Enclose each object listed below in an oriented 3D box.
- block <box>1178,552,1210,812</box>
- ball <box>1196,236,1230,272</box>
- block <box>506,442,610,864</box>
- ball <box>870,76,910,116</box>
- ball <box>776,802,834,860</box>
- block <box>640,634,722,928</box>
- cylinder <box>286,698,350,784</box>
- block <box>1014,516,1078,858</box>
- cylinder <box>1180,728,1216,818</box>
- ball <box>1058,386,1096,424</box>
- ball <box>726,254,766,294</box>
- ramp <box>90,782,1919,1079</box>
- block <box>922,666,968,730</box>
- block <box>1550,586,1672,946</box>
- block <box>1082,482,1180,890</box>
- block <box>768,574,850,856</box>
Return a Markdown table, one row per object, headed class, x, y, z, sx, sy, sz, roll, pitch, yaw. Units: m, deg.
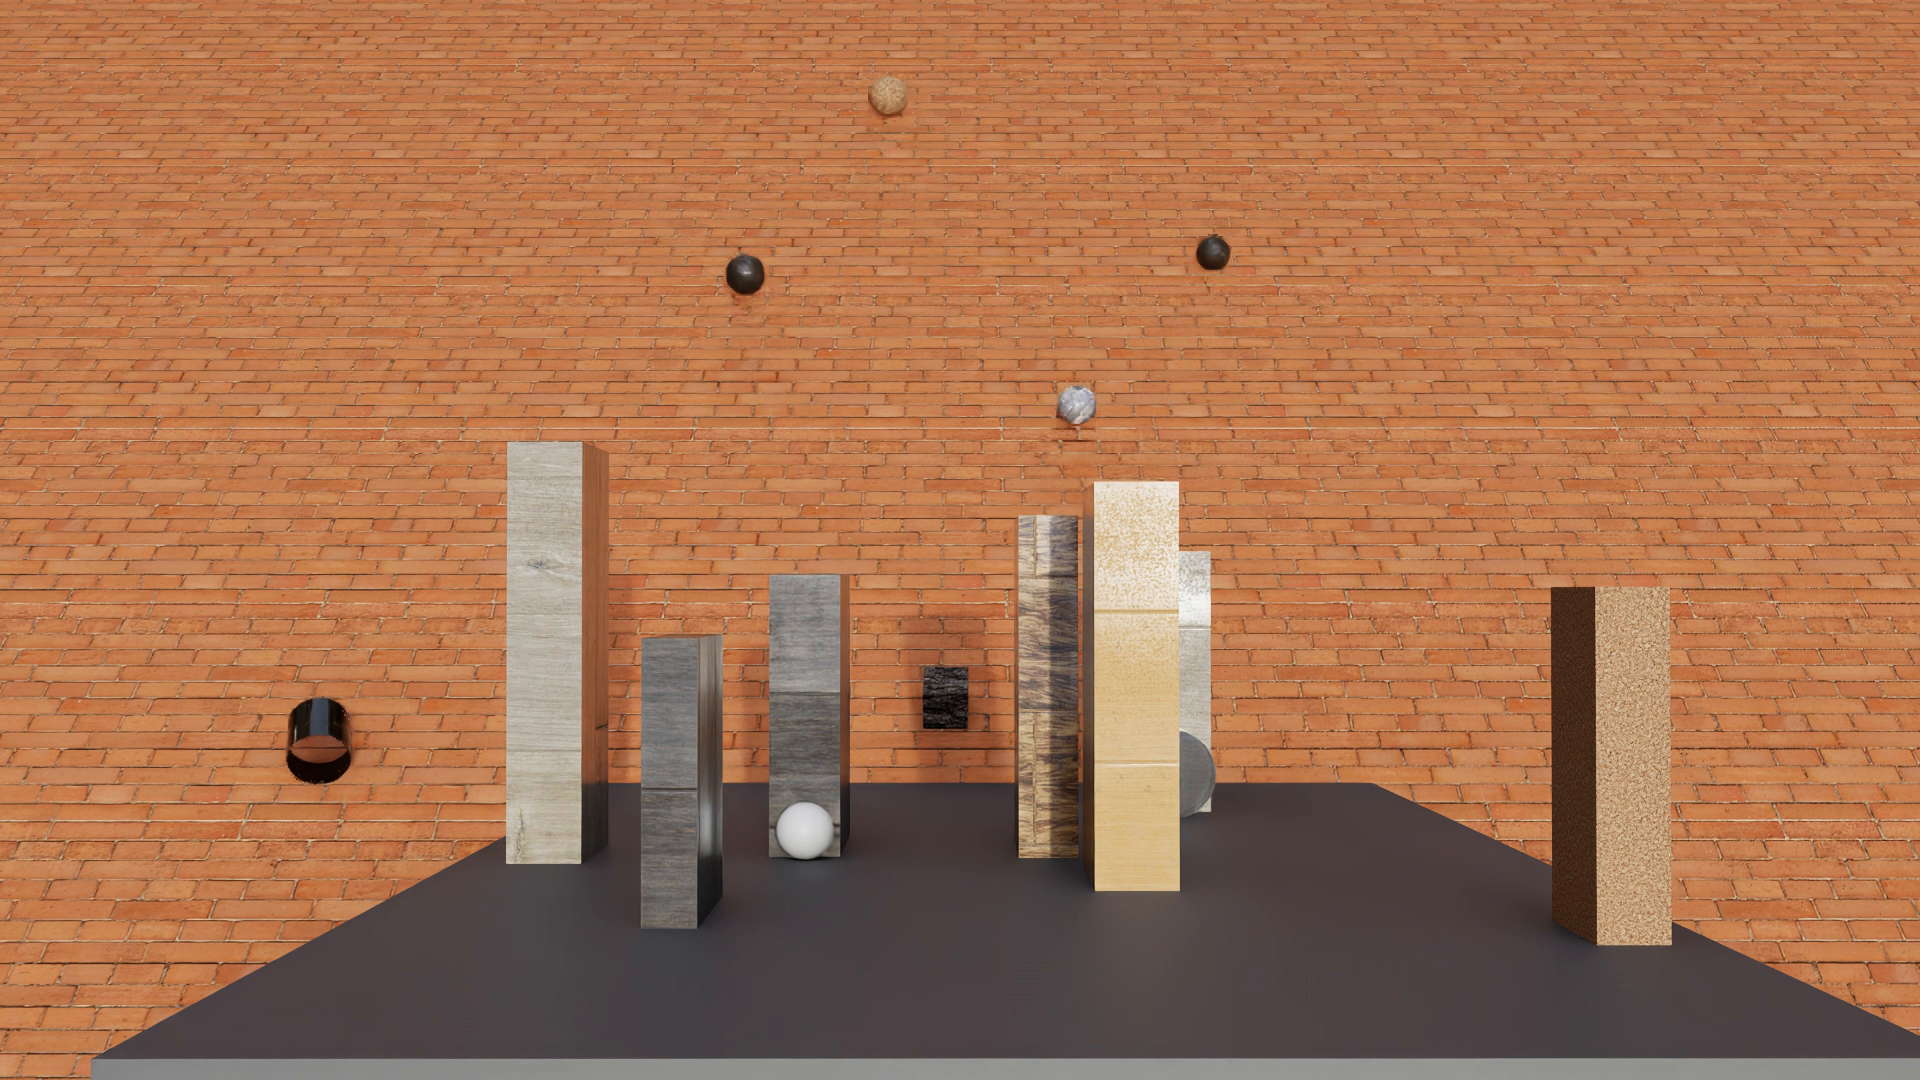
| class | x | y | z | sx | sy | sz | roll | pitch | yaw |
| --- | --- | --- | --- | --- | --- | --- | --- | --- | --- |
| block | 0.497 | 0.324 | 6.073 | 0.141 | 0.589 | 0.411 | 0 | -1 | 0 |
| ball | 0.912 | -1.031 | 9.342 | 0.123 | 0.123 | 0.123 | 0 | 33 | 0 |
| block | -0.762 | 0.210 | 4.939 | 0.138 | 0.773 | 0.366 | 0 | -1 | 0 |
| ball | -0.285 | -1.792 | 10.473 | 0.159 | 0.159 | 0.159 | 0 | 33 | 0 |
| ball | -0.288 | 0.540 | 4.816 | 0.108 | 0.108 | 0.108 | 0 | 33 | 0 |
| block | -0.430 | 0.364 | 4.038 | 0.083 | 0.429 | 0.410 | 0 | -1 | 0 |
| cylinder | -1.708 | 0.535 | 6.912 | 0.164 | 0.164 | 0.164 | -6 | 34 | -9 |
| block | 0.165 | 0.278 | 5.051 | 0.111 | 0.641 | 0.397 | 0 | -1 | 0 |
| cylinder | 0.463 | 0.514 | 5.765 | 0.196 | 0.196 | 0.196 | 0 | -1 | 1 |
| ball | 0.380 | -0.439 | 8.435 | 0.126 | 0.126 | 0.126 | 0 | 33 | 0 |
| ball | -0.760 | -0.940 | 9.186 | 0.142 | 0.142 | 0.142 | 0 | 33 | 0 |
| ramp | 0.074 | 0.642 | 4.761 | 2.000 | 0.100 | 4.000 | 0 | -1 | 0 |
| block | -0.039 | 0.433 | 7.107 | 0.121 | 0.121 | 0.121 | 1 | 33 | 1 |
| block | 0.948 | 0.321 | 3.789 | 0.105 | 0.504 | 0.276 | 0 | -1 | 0 |
| block | 0.294 | 0.247 | 4.526 | 0.141 | 0.681 | 0.413 | 0 | -1 | 0 |
| block | -0.292 | 0.334 | 5.087 | 0.134 | 0.530 | 0.426 | 0 | -1 | 0 |
